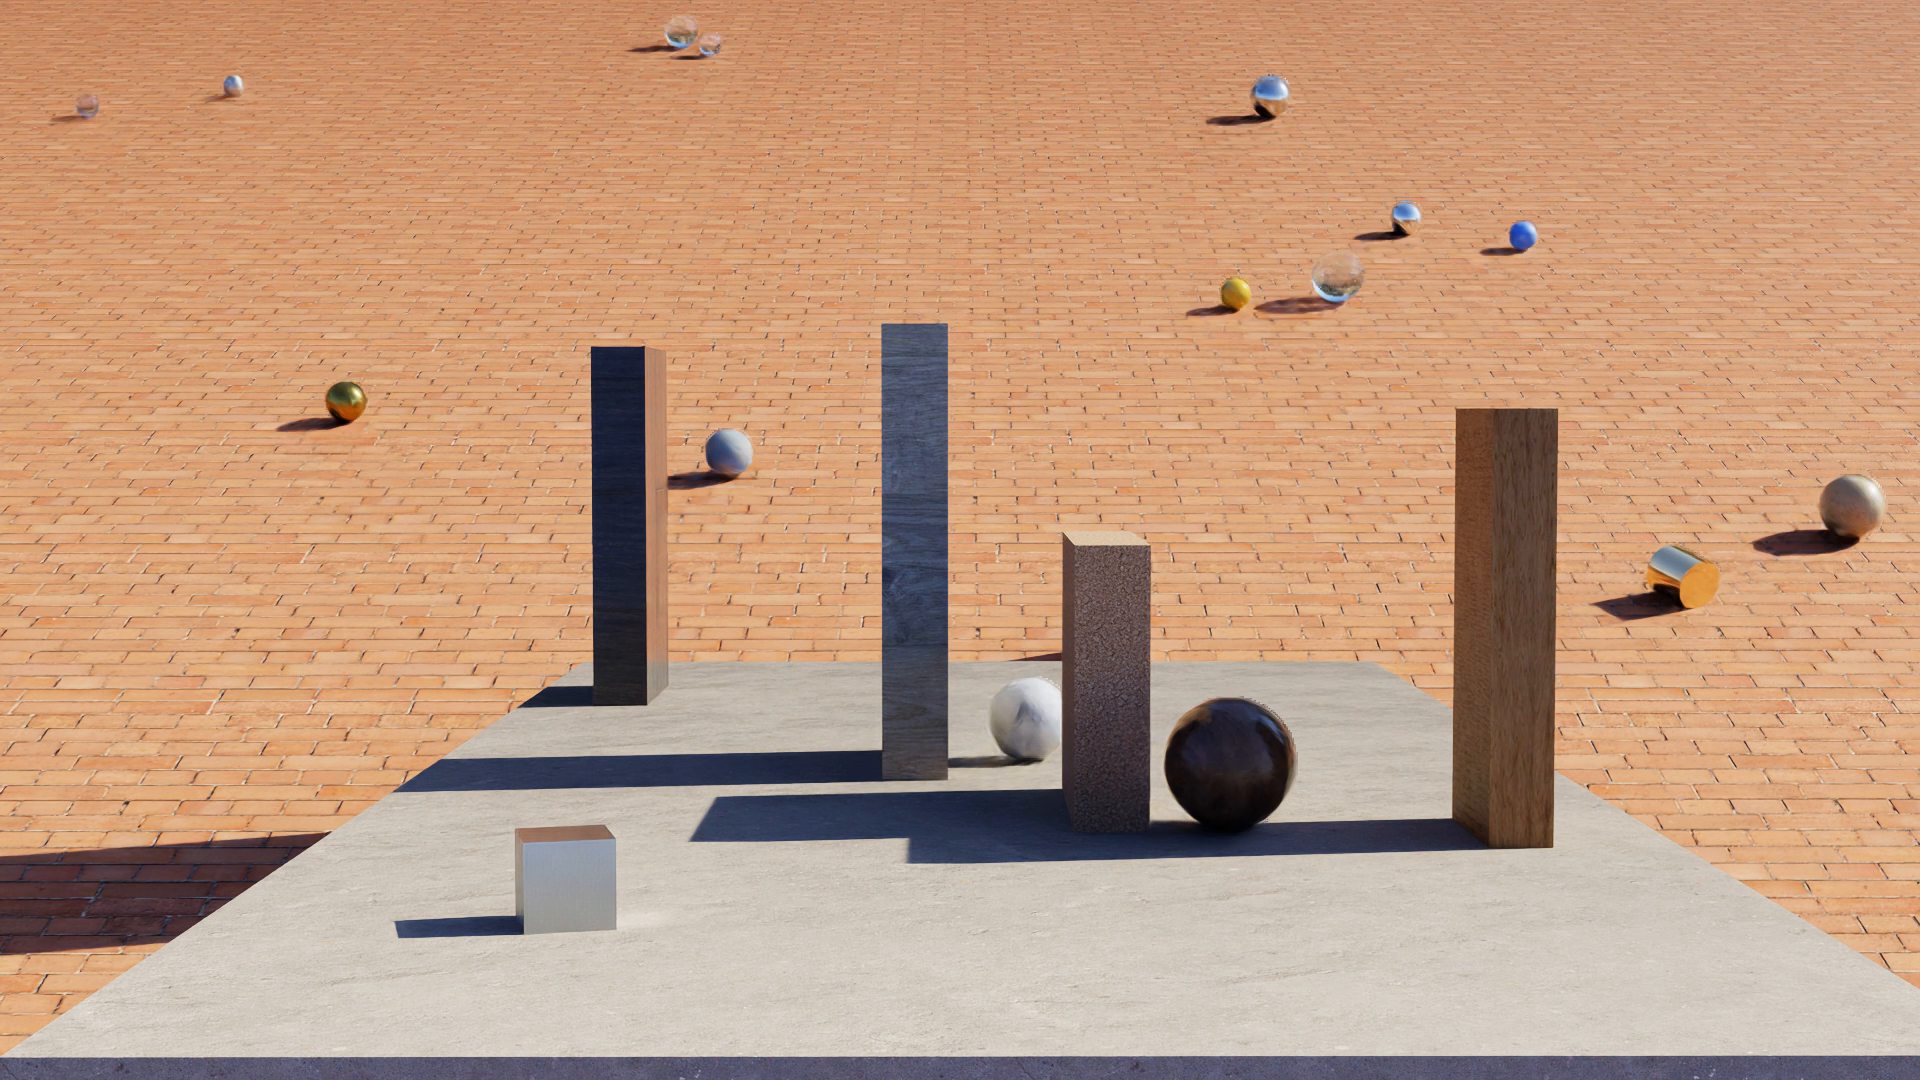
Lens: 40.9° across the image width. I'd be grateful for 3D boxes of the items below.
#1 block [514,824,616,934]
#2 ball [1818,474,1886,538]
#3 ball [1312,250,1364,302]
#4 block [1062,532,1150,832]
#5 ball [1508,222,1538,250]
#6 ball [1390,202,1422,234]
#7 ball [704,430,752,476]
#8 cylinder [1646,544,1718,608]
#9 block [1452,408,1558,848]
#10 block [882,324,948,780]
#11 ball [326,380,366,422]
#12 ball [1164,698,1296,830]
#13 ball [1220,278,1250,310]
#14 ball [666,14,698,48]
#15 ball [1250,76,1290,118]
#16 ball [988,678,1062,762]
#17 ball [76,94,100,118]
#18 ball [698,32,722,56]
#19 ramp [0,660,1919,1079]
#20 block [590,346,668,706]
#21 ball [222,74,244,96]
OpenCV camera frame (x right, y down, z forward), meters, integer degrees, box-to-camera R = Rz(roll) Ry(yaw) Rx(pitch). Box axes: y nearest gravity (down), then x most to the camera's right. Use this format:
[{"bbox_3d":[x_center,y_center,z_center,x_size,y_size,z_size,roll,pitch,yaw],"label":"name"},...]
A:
[{"bbox_3d":[-0.490,0.420,3.188,0.112,0.112,0.112,-1,3,-15],"label":"block"},{"bbox_3d":[2.617,-0.098,7.547,0.185,0.185,0.185,0,22,0],"label":"ball"},{"bbox_3d":[1.438,-1.003,9.793,0.195,0.195,0.195,0,22,0],"label":"ball"},{"bbox_3d":[0.229,0.213,4.093,0.114,0.434,0.449,0,3,0],"label":"block"},{"bbox_3d":[2.298,-1.241,10.495,0.115,0.115,0.115,0,22,0],"label":"ball"},{"bbox_3d":[1.856,-1.340,10.715,0.134,0.134,0.134,0,22,0],"label":"ball"},{"bbox_3d":[-0.722,-0.272,8.027,0.150,0.150,0.150,0,22,0],"label":"ball"},{"bbox_3d":[1.998,0.101,7.113,0.138,0.138,0.138,-10,24,-24],"label":"cylinder"},{"bbox_3d":[0.815,0.122,3.858,0.094,0.638,0.277,0,3,0],"label":"block"},{"bbox_3d":[-0.078,0.012,4.604,0.114,0.784,0.399,0,3,0],"label":"block"},{"bbox_3d":[-2.033,-0.459,8.516,0.135,0.135,0.135,0,22,0],"label":"ball"},{"bbox_3d":[0.409,0.339,3.908,0.200,0.200,0.200,0,22,0],"label":"ball"},{"bbox_3d":[1.039,-0.929,9.711,0.117,0.117,0.117,0,22,0],"label":"ball"},{"bbox_3d":[-1.563,-2.855,14.433,0.181,0.181,0.181,0,22,0],"label":"ball"},{"bbox_3d":[1.540,-2.198,12.766,0.202,0.202,0.202,0,22,0],"label":"ball"},{"bbox_3d":[0.126,0.325,4.666,0.152,0.152,0.152,0,22,0],"label":"ball"},{"bbox_3d":[-4.337,-2.159,12.787,0.113,0.113,0.113,0,22,0],"label":"ball"},{"bbox_3d":[-1.381,-2.739,14.216,0.127,0.127,0.127,0,22,0],"label":"ball"},{"bbox_3d":[0.051,0.458,4.533,2.000,0.100,4.000,0,3,0],"label":"ramp"},{"bbox_3d":[-0.734,-0.039,5.737,0.116,0.773,0.412,0,3,0],"label":"block"},{"bbox_3d":[-3.744,-2.341,13.248,0.108,0.108,0.108,0,22,0],"label":"ball"}]
